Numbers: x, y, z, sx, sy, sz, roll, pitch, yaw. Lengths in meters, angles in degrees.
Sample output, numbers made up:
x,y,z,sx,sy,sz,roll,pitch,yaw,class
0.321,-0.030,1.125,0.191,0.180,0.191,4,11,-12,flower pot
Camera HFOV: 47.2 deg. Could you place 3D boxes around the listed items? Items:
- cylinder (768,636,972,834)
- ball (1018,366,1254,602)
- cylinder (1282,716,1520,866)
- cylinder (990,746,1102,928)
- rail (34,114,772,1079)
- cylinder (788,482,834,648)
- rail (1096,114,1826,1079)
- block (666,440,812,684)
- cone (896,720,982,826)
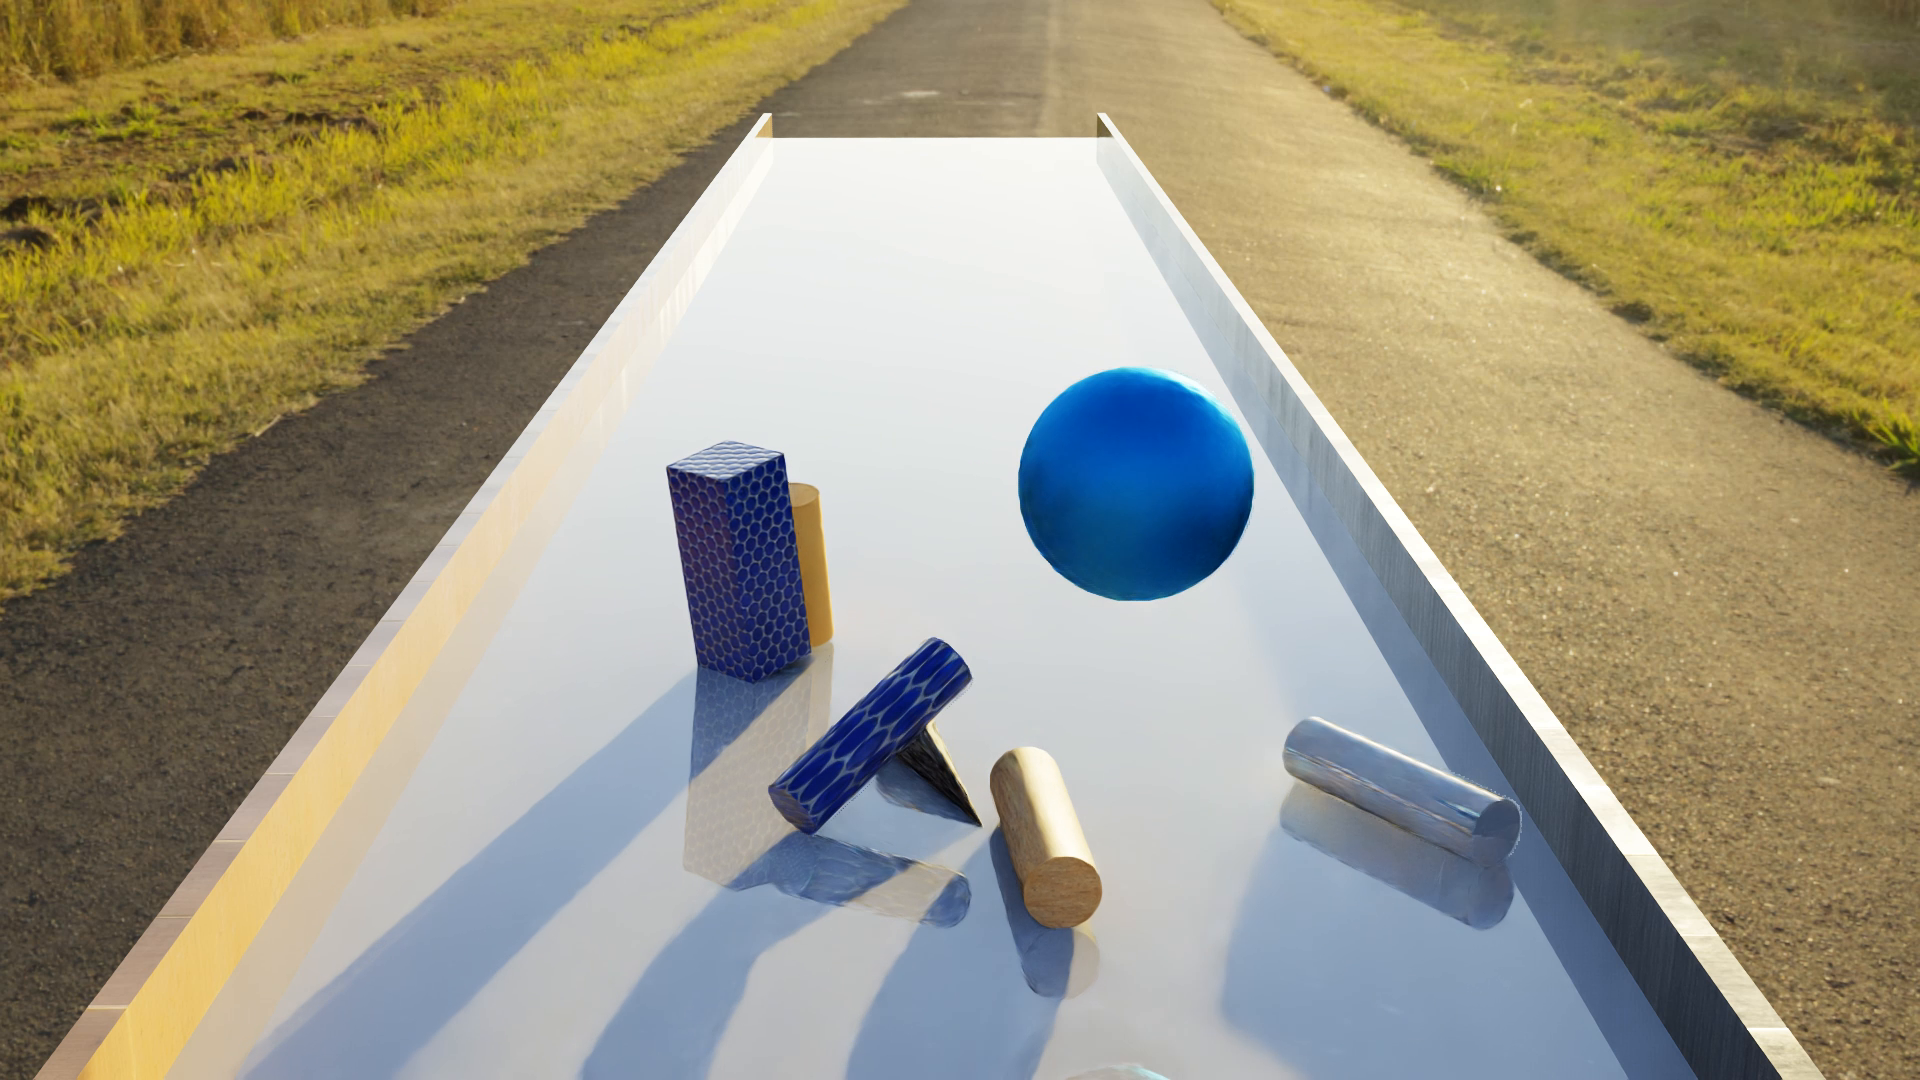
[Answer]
x,y,z,sx,sy,sz,roll,pitch,yaw,class
-0.148,0.323,3.667,0.107,0.107,0.384,18,51,45,cylinder
0.270,-0.086,3.386,0.363,0.363,0.363,0,17,0,ball
0.724,0.412,3.645,0.113,0.113,0.434,-11,20,-32,cylinder
0.131,0.462,3.467,0.119,0.119,0.433,-2,17,-6,cylinder
-1.118,-0.838,7.780,0.050,0.150,12.000,0,17,-1,rail
-0.344,0.054,4.474,0.147,0.310,0.147,-4,22,2,cylinder
0.932,-0.844,7.801,0.050,0.150,12.000,0,17,-1,rail
-0.431,0.041,4.307,0.162,0.426,0.162,14,30,40,block
-0.032,0.401,3.786,0.106,0.106,0.373,-7,26,-22,cone
